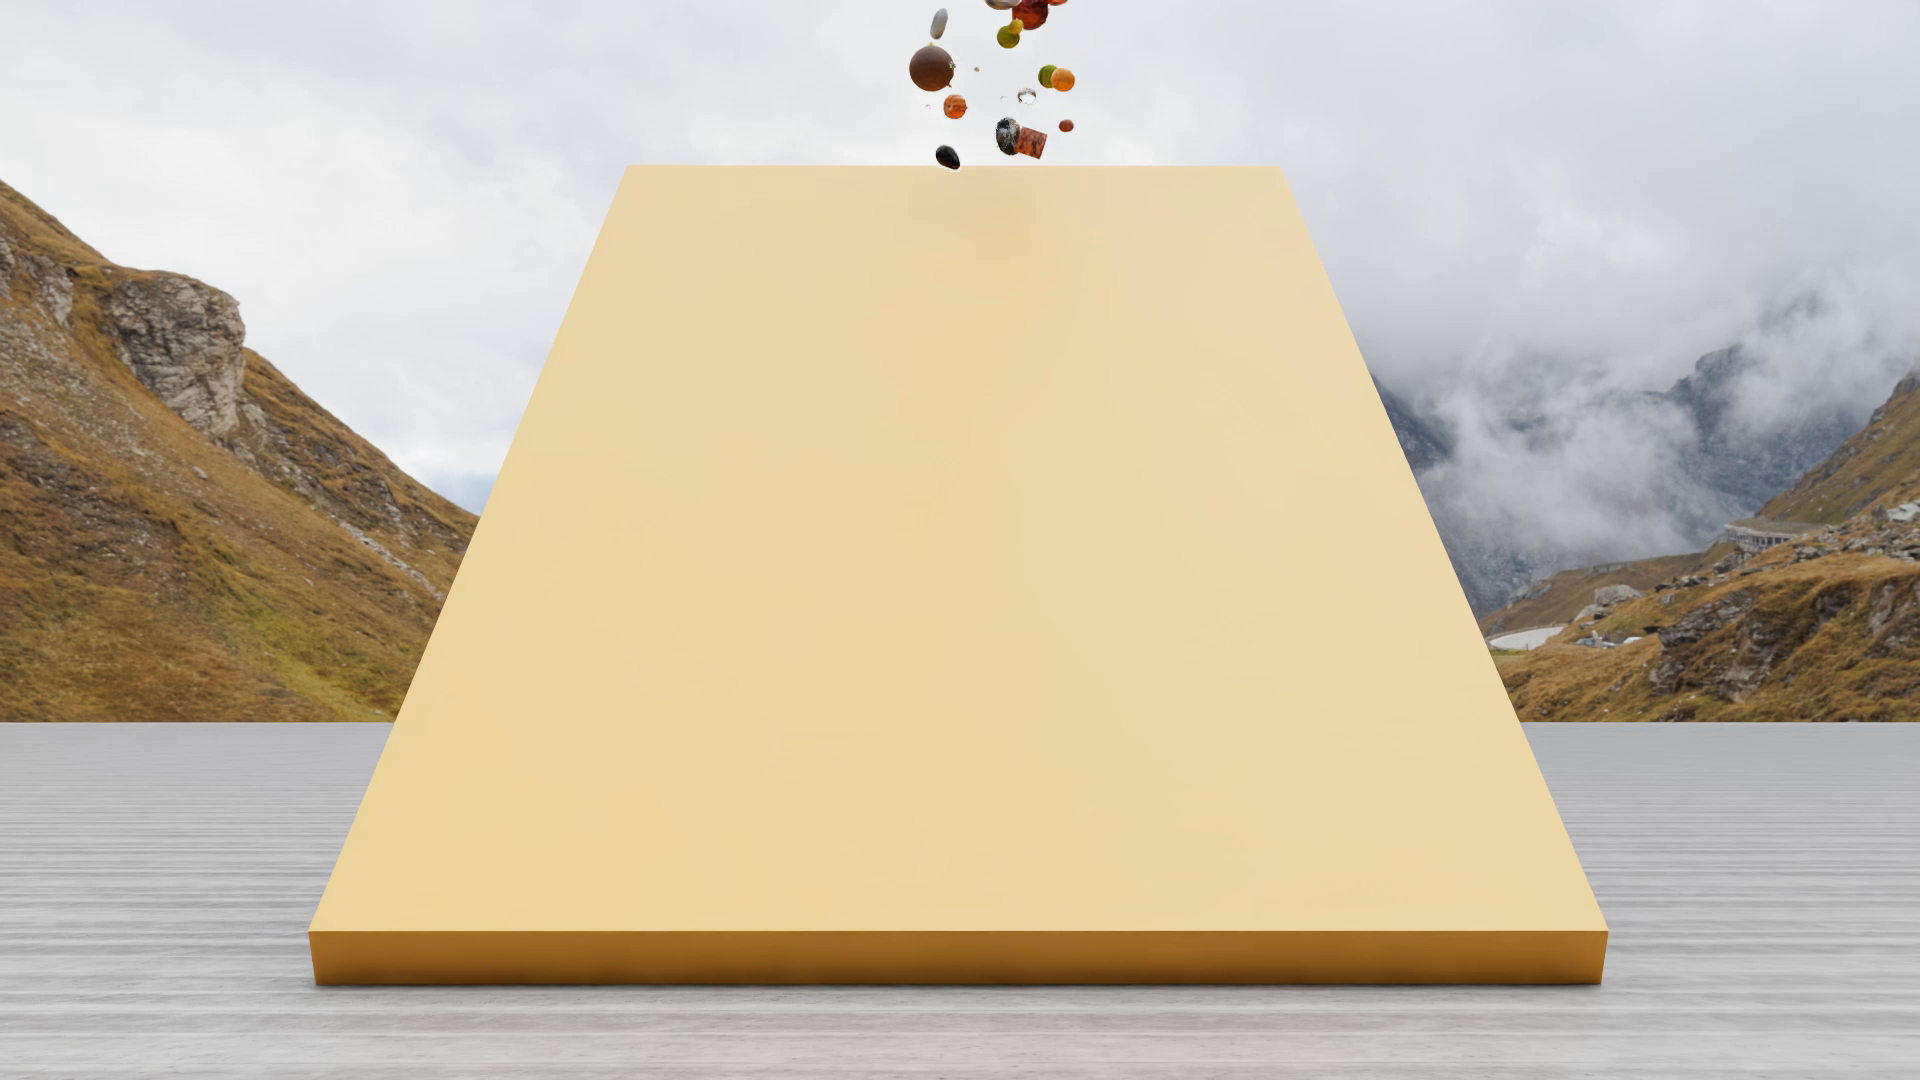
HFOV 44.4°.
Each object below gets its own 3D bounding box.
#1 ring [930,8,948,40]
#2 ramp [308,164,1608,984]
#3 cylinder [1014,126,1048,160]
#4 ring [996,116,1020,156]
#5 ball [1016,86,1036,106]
[{"bbox_3d":[-0.061,-1.512,6.904,0.031,0.094,0.094,15,-8,-15],"label":"ring"},{"bbox_3d":[-0.010,-0.229,5.441,2.000,0.100,4.000,0,26,0],"label":"ramp"},{"bbox_3d":[0.209,-1.165,6.909,0.077,0.077,0.077,19,-4,2],"label":"cylinder"},{"bbox_3d":[0.146,-1.195,6.967,0.039,0.116,0.116,-4,-6,34],"label":"ring"},{"bbox_3d":[0.193,-1.285,6.808,0.056,0.056,0.056,0,-4,0],"label":"ball"}]
